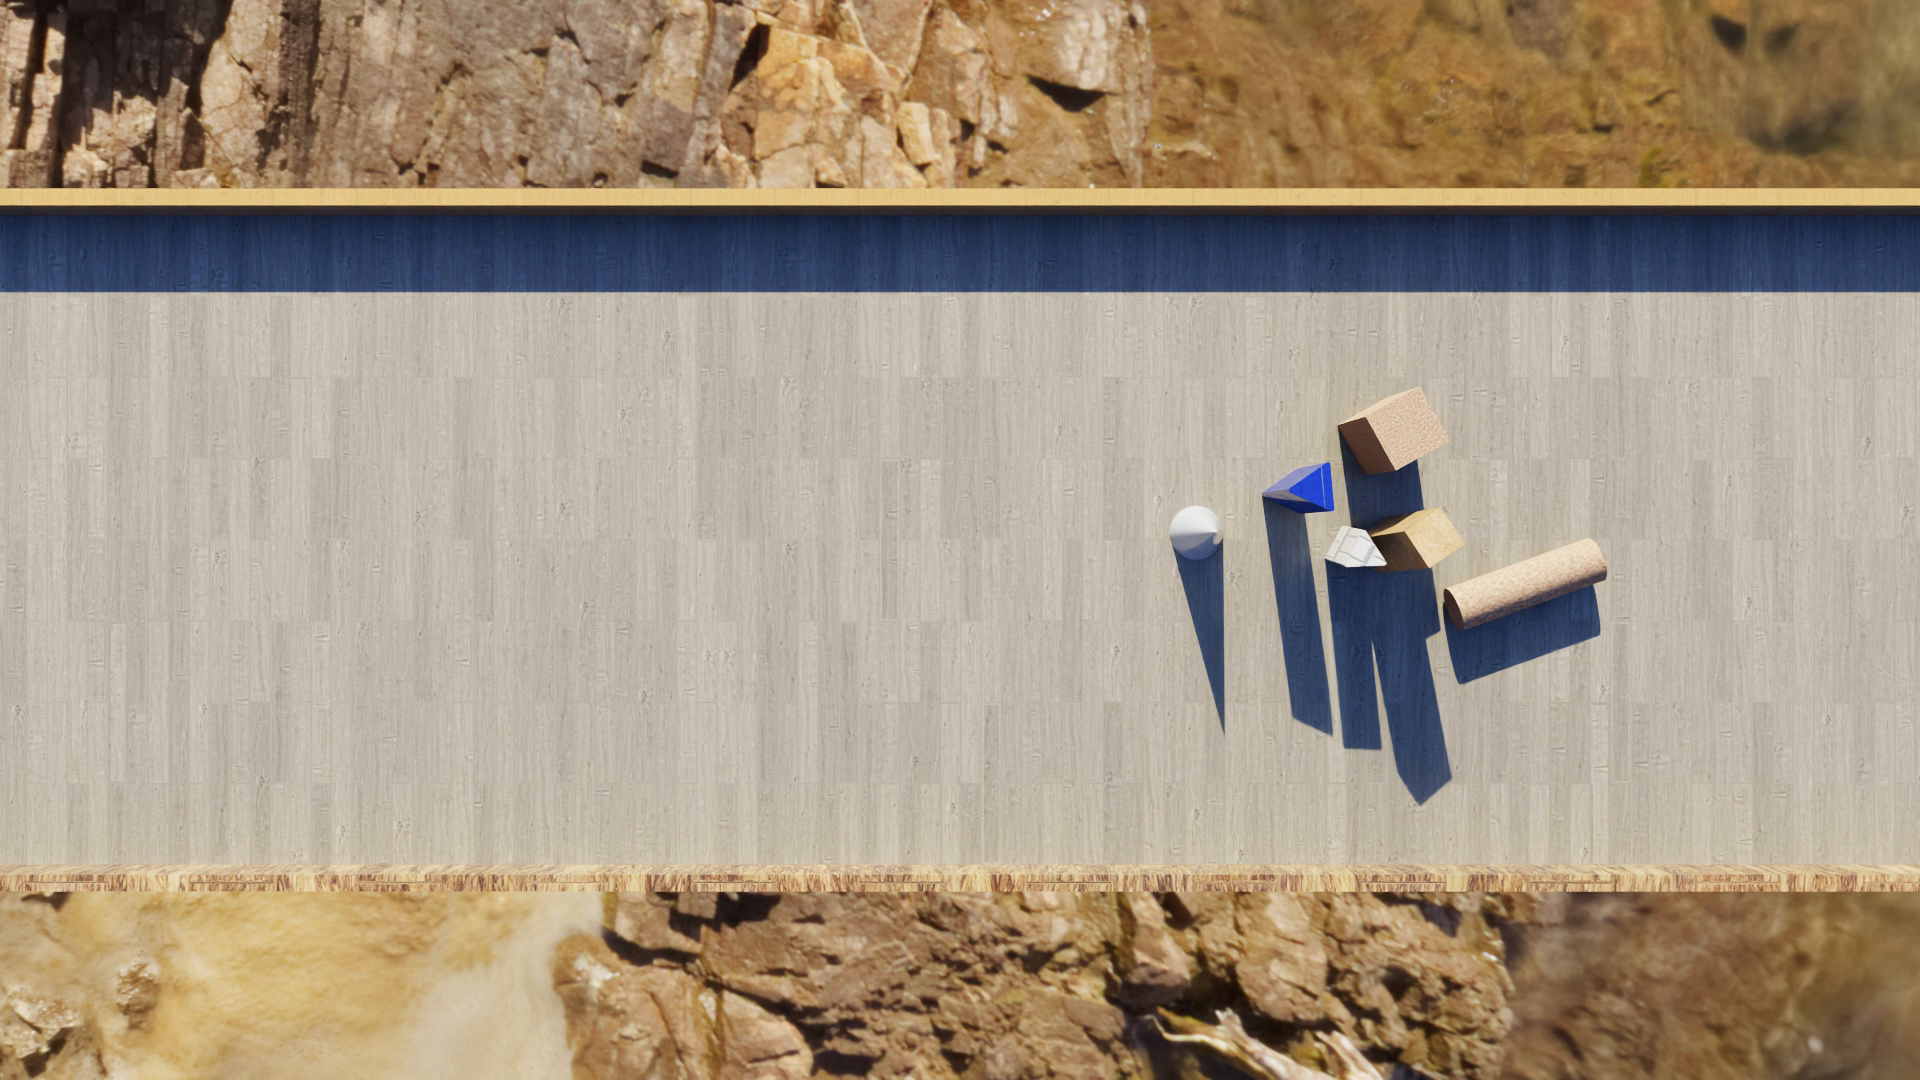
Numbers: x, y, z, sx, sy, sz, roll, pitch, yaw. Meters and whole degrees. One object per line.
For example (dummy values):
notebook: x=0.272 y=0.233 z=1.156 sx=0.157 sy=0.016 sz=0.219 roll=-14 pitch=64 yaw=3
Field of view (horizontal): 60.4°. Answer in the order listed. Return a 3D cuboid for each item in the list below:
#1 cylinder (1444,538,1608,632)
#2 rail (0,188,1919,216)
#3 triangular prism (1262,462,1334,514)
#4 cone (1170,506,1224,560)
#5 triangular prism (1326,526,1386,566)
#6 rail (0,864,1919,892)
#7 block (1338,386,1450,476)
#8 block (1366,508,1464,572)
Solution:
cylinder: x=1.714 y=0.135 z=5.008 sx=0.458 sy=0.137 sz=0.137 roll=-20 pitch=90 yaw=0
rail: x=-2.247 y=-1.025 z=5.002 sx=12.000 sy=0.150 sz=0.050 roll=0 pitch=90 yaw=0
triangular prism: x=1.015 y=-0.165 z=4.862 sx=0.137 sy=0.430 sz=0.119 roll=25 pitch=90 yaw=0
cone: x=0.728 y=-0.022 z=4.877 sx=0.165 sy=0.399 sz=0.165 roll=0 pitch=90 yaw=0
triangular prism: x=1.169 y=0.014 z=4.894 sx=0.116 sy=0.356 sz=0.100 roll=-3 pitch=92 yaw=4
rail: x=-2.247 y=1.025 z=5.001 sx=12.000 sy=0.150 sz=0.050 roll=0 pitch=90 yaw=0
block: x=1.282 y=-0.319 z=4.899 sx=0.177 sy=0.354 sz=0.177 roll=-29 pitch=90 yaw=0
block: x=1.312 y=0.004 z=4.844 sx=0.124 sy=0.456 sz=0.124 roll=-33 pitch=90 yaw=-5
